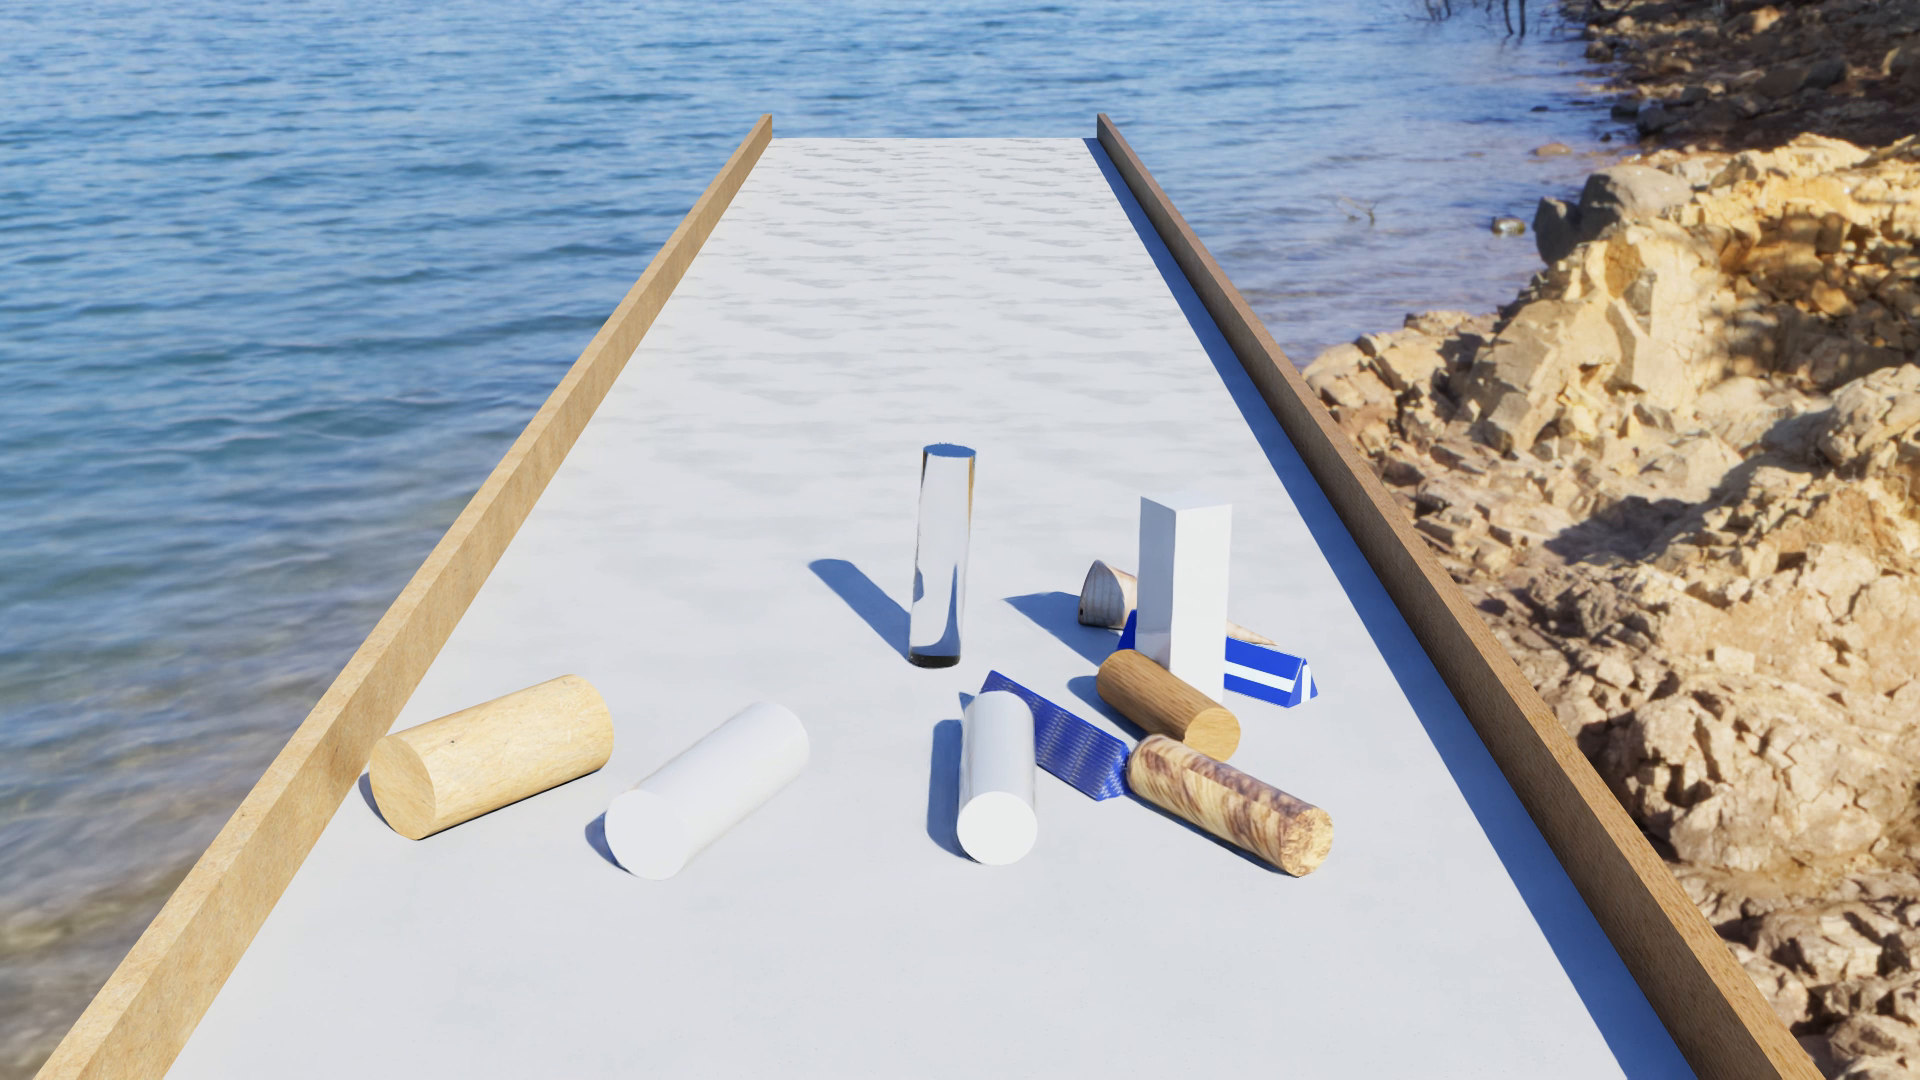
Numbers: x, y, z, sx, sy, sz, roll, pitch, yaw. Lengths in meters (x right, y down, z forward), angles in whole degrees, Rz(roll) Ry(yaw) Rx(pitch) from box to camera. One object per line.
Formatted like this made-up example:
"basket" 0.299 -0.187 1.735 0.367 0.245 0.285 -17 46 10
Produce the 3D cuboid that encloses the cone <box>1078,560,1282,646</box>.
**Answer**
"cone" 0.467 0.163 4.554 0.424 0.142 0.142 16 21 16

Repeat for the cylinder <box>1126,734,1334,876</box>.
"cylinder" 0.435 0.428 3.592 0.112 0.112 0.383 -11 20 -33

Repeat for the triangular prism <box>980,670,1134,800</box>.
"triangular prism" 0.169 0.337 3.919 0.108 0.093 0.427 -9 19 -30

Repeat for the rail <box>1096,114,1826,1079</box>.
"rail" 0.932 -0.844 7.801 0.050 0.150 12.000 0 17 -1

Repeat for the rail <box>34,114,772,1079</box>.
"rail" -1.118 -0.838 7.780 0.050 0.150 12.000 0 17 -1

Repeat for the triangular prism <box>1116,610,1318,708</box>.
"triangular prism" 0.500 0.223 4.317 0.426 0.086 0.099 16 23 42

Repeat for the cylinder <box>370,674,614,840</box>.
"cylinder" -0.785 0.361 3.706 0.176 0.176 0.376 13 21 38

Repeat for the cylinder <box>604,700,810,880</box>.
"cylinder" -0.407 0.404 3.604 0.151 0.151 0.418 7 18 22

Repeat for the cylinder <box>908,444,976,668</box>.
"cylinder" -0.036 0.032 4.350 0.105 0.432 0.105 4 17 -1

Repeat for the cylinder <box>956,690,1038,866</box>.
"cylinder" 0.063 0.391 3.688 0.127 0.127 0.451 0 17 1

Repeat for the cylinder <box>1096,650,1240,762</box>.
"cylinder" 0.375 0.304 4.003 0.115 0.115 0.335 -7 18 -22

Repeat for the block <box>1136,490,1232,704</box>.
"block" 0.420 0.113 4.157 0.123 0.390 0.123 -7 17 -27
